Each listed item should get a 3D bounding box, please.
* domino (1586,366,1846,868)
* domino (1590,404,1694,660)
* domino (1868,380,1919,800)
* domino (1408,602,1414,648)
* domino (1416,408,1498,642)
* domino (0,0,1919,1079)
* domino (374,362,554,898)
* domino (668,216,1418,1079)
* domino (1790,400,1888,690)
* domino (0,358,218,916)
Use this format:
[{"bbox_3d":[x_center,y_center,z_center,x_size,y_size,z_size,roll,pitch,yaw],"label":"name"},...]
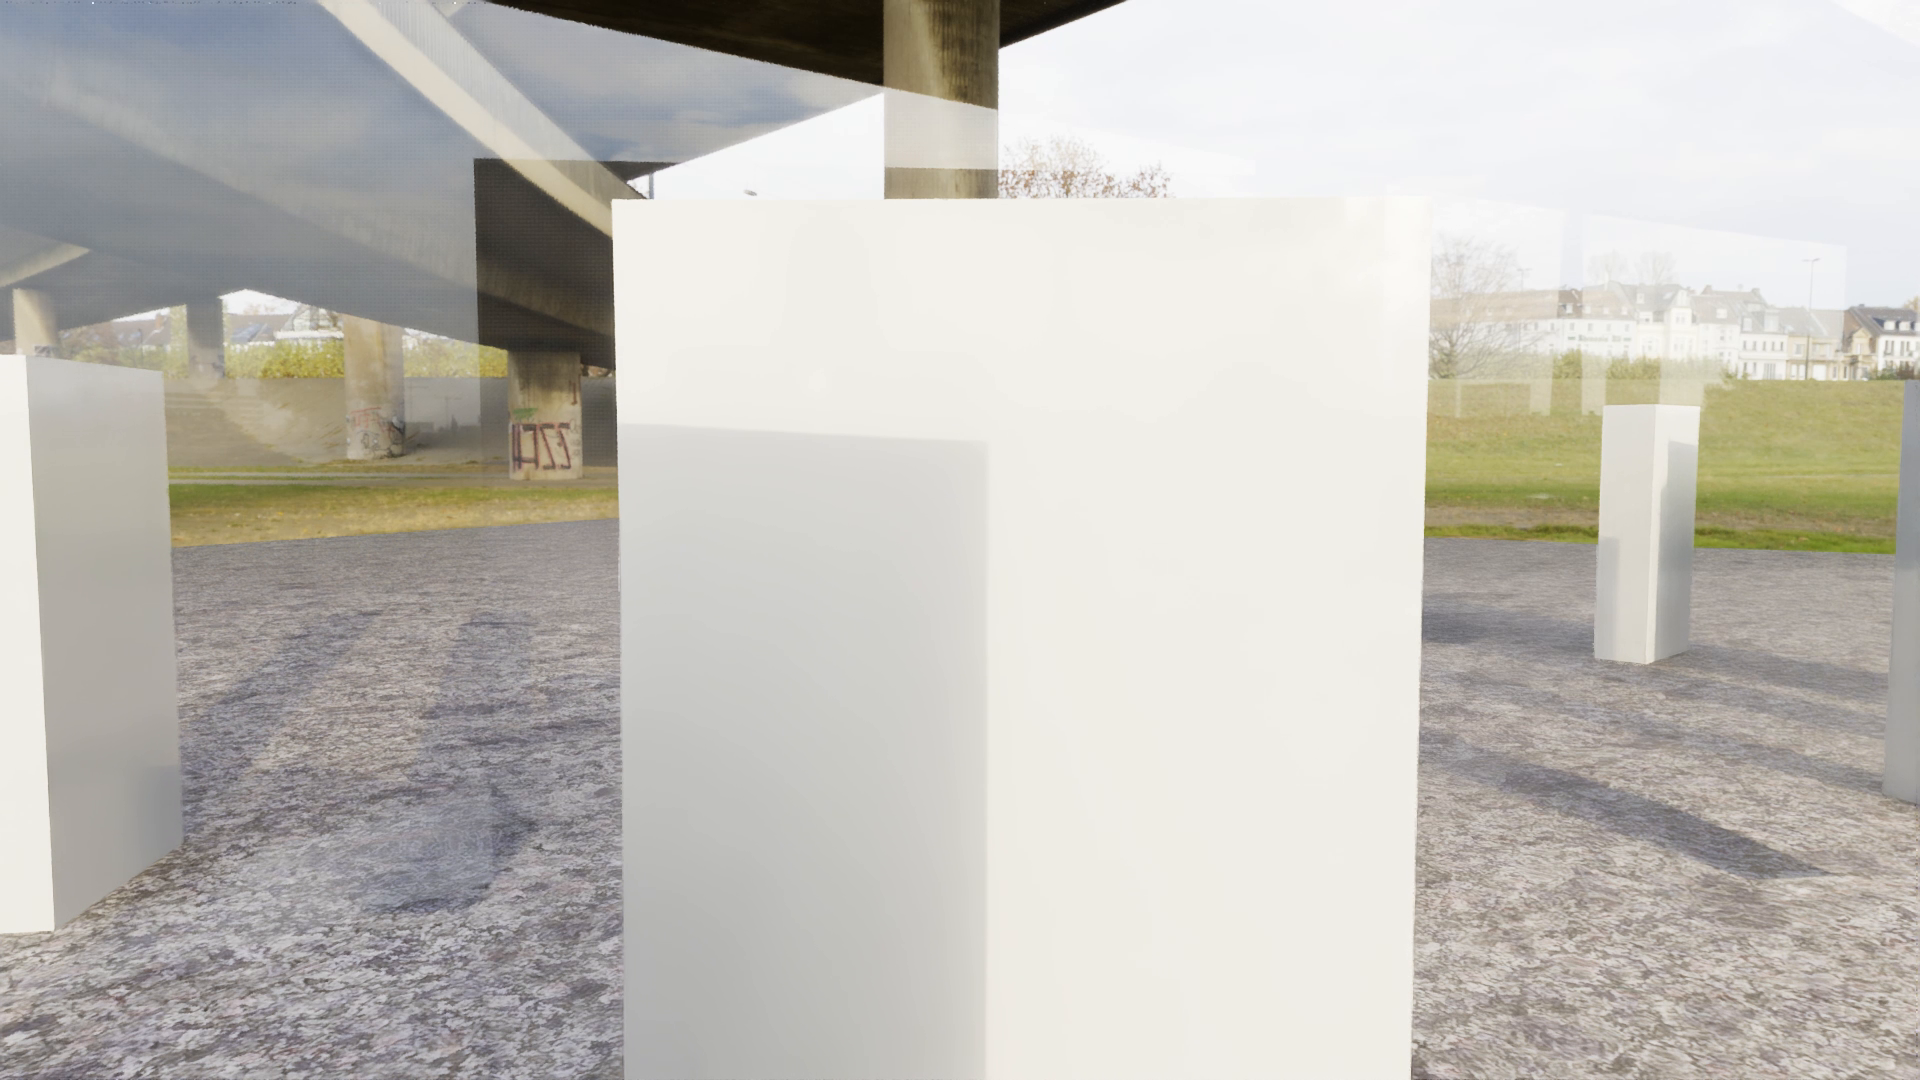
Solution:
[{"bbox_3d":[0.081,0.007,0.140,0.009,0.050,0.025,-1,4,-7],"label":"domino"},{"bbox_3d":[0.139,-0.002,0.262,0.025,0.050,0.010,-4,6,-43],"label":"domino"},{"bbox_3d":[0.121,0.007,0.147,0.010,0.050,0.025,-1,4,-15],"label":"domino"},{"bbox_3d":[0.069,0.017,0.278,0.025,0.009,0.050,-4,6,-41],"label":"domino"},{"bbox_3d":[0.111,-0.004,0.286,0.010,0.050,0.025,3,5,36],"label":"domino"},{"bbox_3d":[-0.002,0.017,0.013,0.025,0.050,0.010,1,4,13],"label":"domino"},{"bbox_3d":[-0.050,0.008,0.132,0.009,0.050,0.025,0,4,-5],"label":"domino"},{"bbox_3d":[0.003,0.014,0.049,0.025,0.050,0.009,0,4,2],"label":"domino"},{"bbox_3d":[0.162,0.000,0.230,0.025,0.050,0.009,-2,5,-27],"label":"domino"},{"bbox_3d":[-0.085,0.008,0.127,0.009,0.050,0.025,-1,4,-9],"label":"domino"}]
